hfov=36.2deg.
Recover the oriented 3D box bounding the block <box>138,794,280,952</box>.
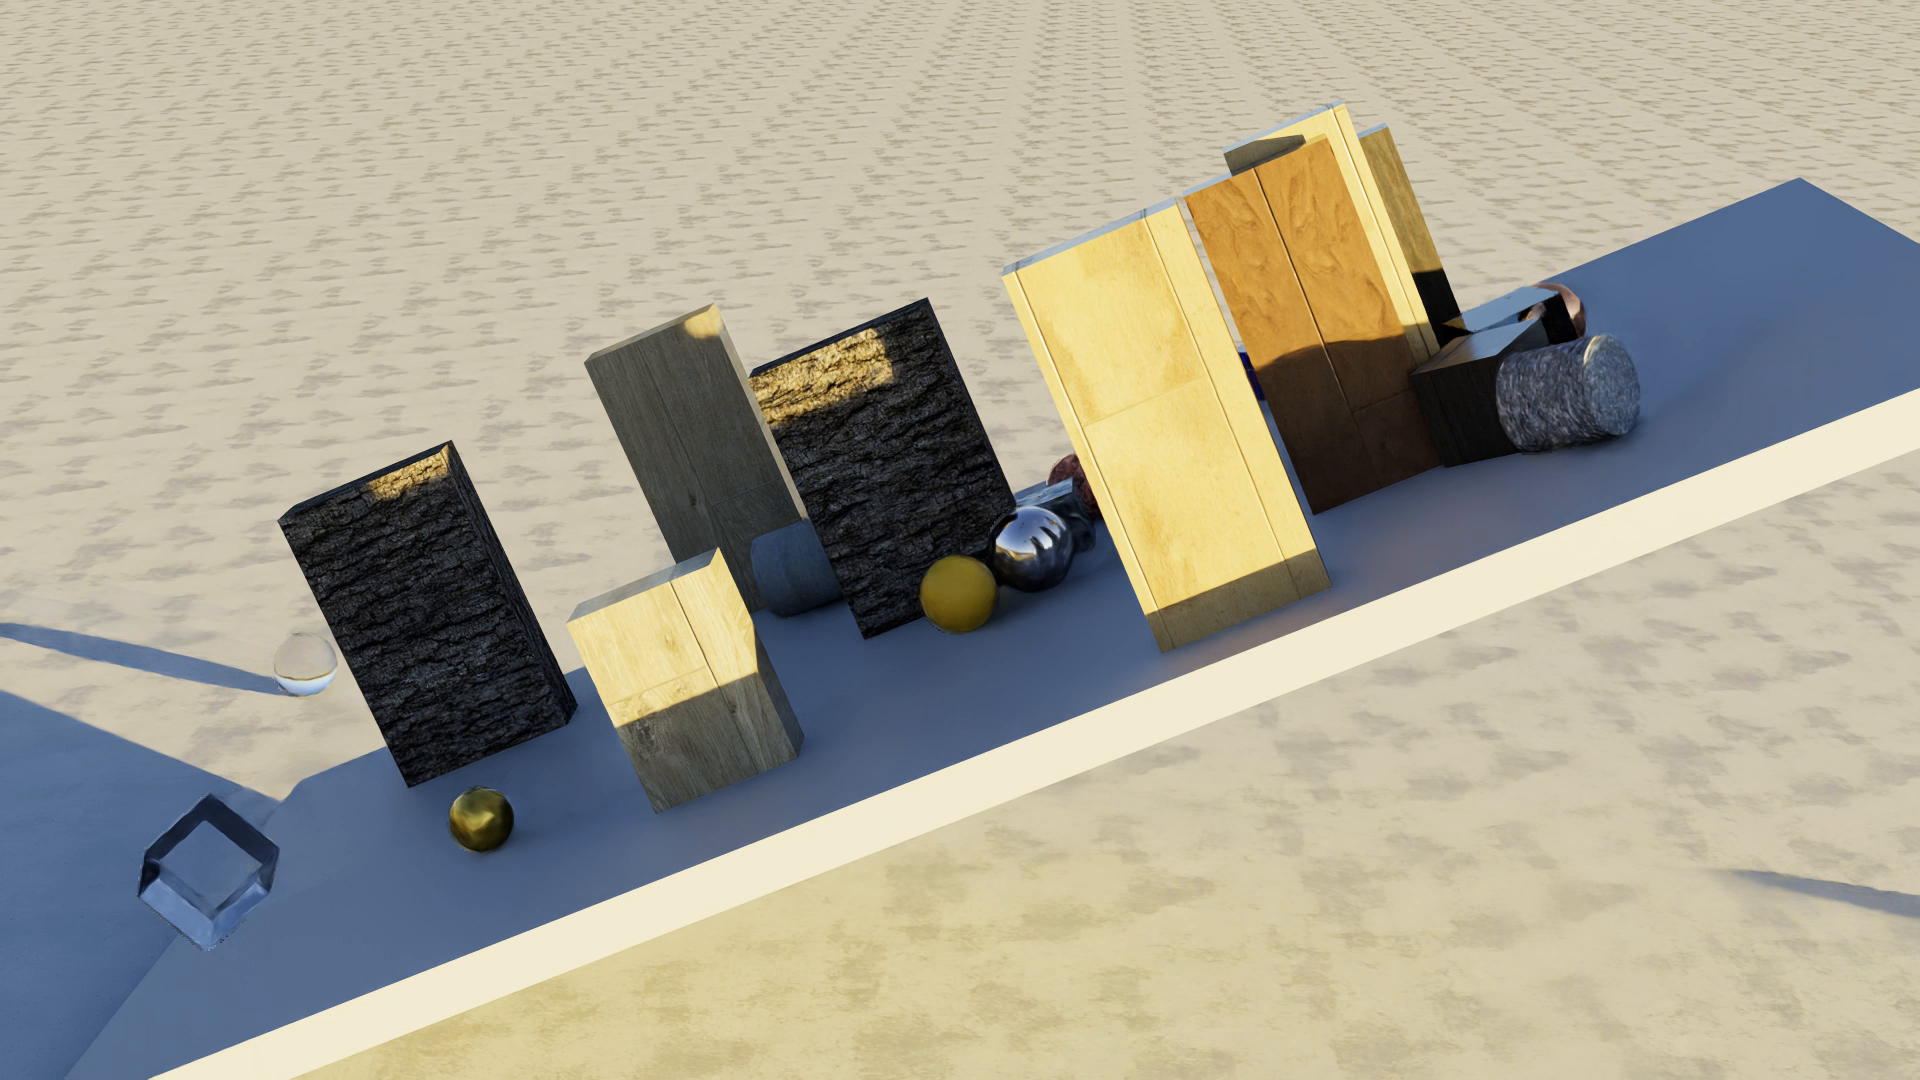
[{"bbox_3d":[-1.599,0.707,6.259,0.195,0.195,0.195,36,50,8],"label":"block"}]

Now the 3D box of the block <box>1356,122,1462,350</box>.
[{"bbox_3d":[0.890,-0.590,6.512,0.334,0.572,0.085,-22,12,8],"label":"block"}]

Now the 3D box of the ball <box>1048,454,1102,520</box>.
[{"bbox_3d":[0.276,-0.118,6.631,0.157,0.157,0.157,0,14,0],"label":"ball"}]

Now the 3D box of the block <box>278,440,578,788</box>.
[{"bbox_3d":[-1.243,0.175,6.899,0.415,0.704,0.148,-22,12,8],"label":"block"}]

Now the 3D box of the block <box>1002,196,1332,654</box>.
[{"bbox_3d":[0.381,-0.207,5.390,0.337,0.762,0.112,-22,12,8],"label":"block"}]

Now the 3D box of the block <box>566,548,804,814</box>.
[{"bbox_3d":[-0.541,0.279,5.832,0.309,0.425,0.141,-22,12,8],"label":"block"}]

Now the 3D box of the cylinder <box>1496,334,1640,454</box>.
[{"bbox_3d":[1.157,-0.277,5.597,0.195,0.195,0.195,-11,3,44],"label":"cylinder"}]

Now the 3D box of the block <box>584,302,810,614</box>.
[{"bbox_3d":[-0.607,-0.176,7.165,0.329,0.723,0.123,-22,12,8],"label":"block"}]

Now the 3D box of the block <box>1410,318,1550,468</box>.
[{"bbox_3d":[1.054,-0.291,5.823,0.202,0.202,0.202,-12,17,42],"label":"block"}]

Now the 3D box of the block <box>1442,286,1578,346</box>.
[{"bbox_3d":[1.149,-0.388,6.066,0.197,0.197,0.197,-25,12,-6],"label":"block"}]

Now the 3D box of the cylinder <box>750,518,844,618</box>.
[{"bbox_3d":[-0.356,0.055,6.952,0.203,0.203,0.203,-20,9,18],"label":"cylinder"}]

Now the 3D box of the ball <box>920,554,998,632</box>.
[{"bbox_3d":[-0.002,0.112,6.160,0.164,0.164,0.164,0,14,0],"label":"ball"}]

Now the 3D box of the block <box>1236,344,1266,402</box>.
[{"bbox_3d":[0.743,-0.420,7.108,0.128,0.128,0.128,-32,15,-34],"label":"block"}]

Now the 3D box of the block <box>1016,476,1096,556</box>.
[{"bbox_3d":[0.211,-0.038,6.462,0.135,0.135,0.135,-22,12,8],"label":"block"}]

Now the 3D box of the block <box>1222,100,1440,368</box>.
[{"bbox_3d":[0.785,-0.498,5.945,0.257,0.731,0.085,-22,12,8],"label":"block"}]

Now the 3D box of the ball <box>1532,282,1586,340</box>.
[{"bbox_3d":[1.251,-0.466,6.276,0.169,0.169,0.169,0,14,0],"label":"ball"}]

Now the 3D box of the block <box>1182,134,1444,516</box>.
[{"bbox_3d":[0.715,-0.426,5.856,0.301,0.696,0.081,-22,12,8],"label":"block"}]

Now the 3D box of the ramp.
[{"bbox_3d":[0.128,0.172,6.287,4.000,0.100,2.000,-22,12,8],"label":"ramp"}]

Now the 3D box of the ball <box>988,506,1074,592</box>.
[{"bbox_3d":[0.150,0.020,6.224,0.182,0.182,0.182,0,14,0],"label":"ball"}]

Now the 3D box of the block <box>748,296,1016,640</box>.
[{"bbox_3d":[-0.140,-0.154,6.426,0.416,0.633,0.115,-22,12,8],"label":"block"}]

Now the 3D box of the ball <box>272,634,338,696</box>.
[{"bbox_3d":[-1.894,0.361,8.506,0.183,0.183,0.183,0,14,0],"label":"ball"}]

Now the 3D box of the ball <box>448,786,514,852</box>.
[{"bbox_3d":[-0.990,0.578,6.083,0.134,0.134,0.134,0,14,0],"label":"ball"}]
